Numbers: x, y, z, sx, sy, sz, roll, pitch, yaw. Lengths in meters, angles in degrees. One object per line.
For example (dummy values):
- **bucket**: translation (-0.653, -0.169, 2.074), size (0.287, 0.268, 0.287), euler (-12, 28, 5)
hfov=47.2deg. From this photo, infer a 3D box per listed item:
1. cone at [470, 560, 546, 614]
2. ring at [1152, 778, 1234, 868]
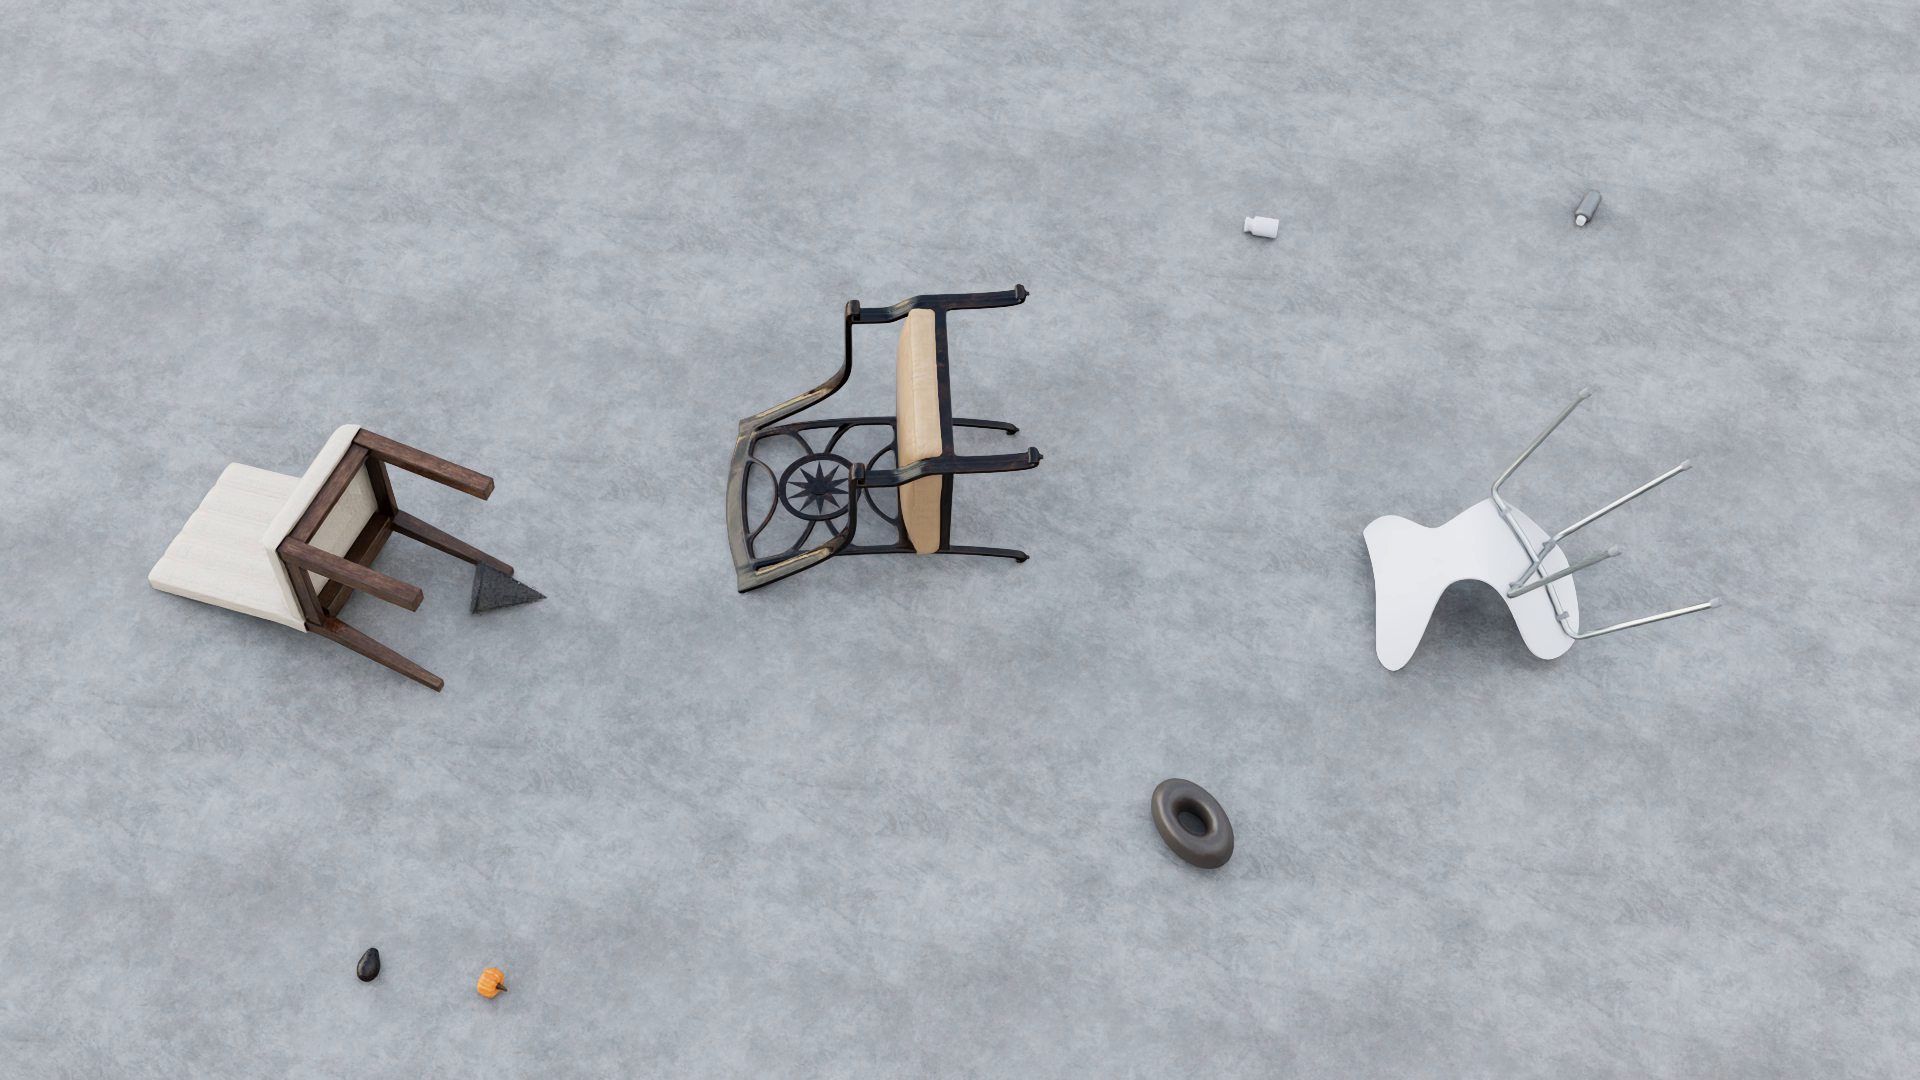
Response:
- **cone**: translation (-1.310, 0.153, 6.426), size (0.212, 0.159, 0.162), euler (9, 91, -19)
- **ring**: translation (0.633, 0.772, 5.991), size (0.182, 0.109, 0.289), euler (-30, 60, -16)
